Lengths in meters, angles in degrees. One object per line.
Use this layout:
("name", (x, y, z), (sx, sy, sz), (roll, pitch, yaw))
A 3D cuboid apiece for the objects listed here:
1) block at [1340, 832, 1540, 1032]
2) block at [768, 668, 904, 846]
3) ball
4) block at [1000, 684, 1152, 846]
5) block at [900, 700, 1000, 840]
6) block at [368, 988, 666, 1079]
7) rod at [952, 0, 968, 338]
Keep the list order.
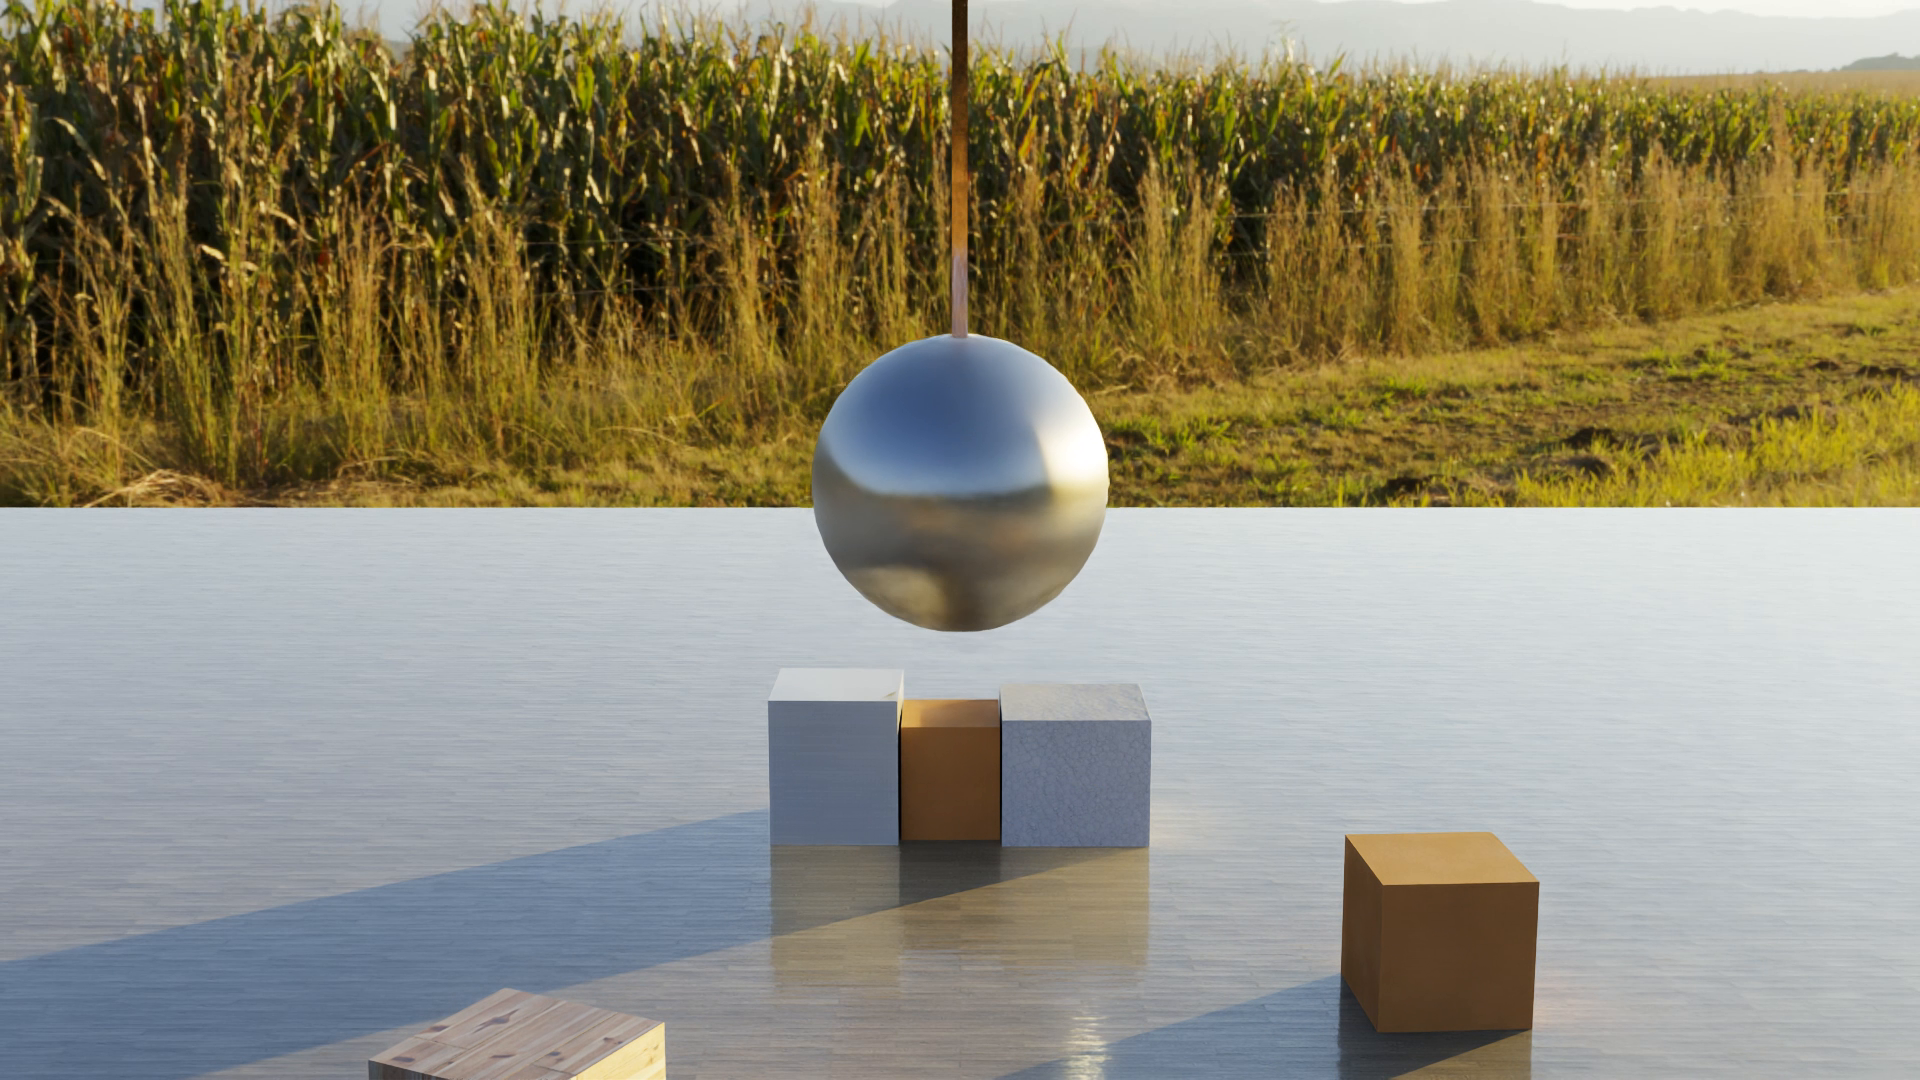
("block", (1.959, 1.600, 9.043), (0.627, 0.616, 0.642), (-1, 10, -3))
("block", (-0.629, 1.109, 11.368), (0.647, 0.750, 0.684), (0, 10, 1))
("ball", (0.000, -0.305, 11.797), (1.600, 1.600, 1.600), (0, 10, 0))
("block", (0.582, 1.154, 11.389), (0.743, 0.655, 0.754), (0, 10, 0))
("block", (-0.048, 1.184, 11.402), (0.499, 0.591, 0.557), (0, 10, 0))
("block", (-1.457, 1.936, 7.319), (0.675, 0.572, 0.693), (5, 12, 27))
("rod", (0.000, -3.563, 10.824), (0.080, 5.200, 0.080), (0, 17, 0))
